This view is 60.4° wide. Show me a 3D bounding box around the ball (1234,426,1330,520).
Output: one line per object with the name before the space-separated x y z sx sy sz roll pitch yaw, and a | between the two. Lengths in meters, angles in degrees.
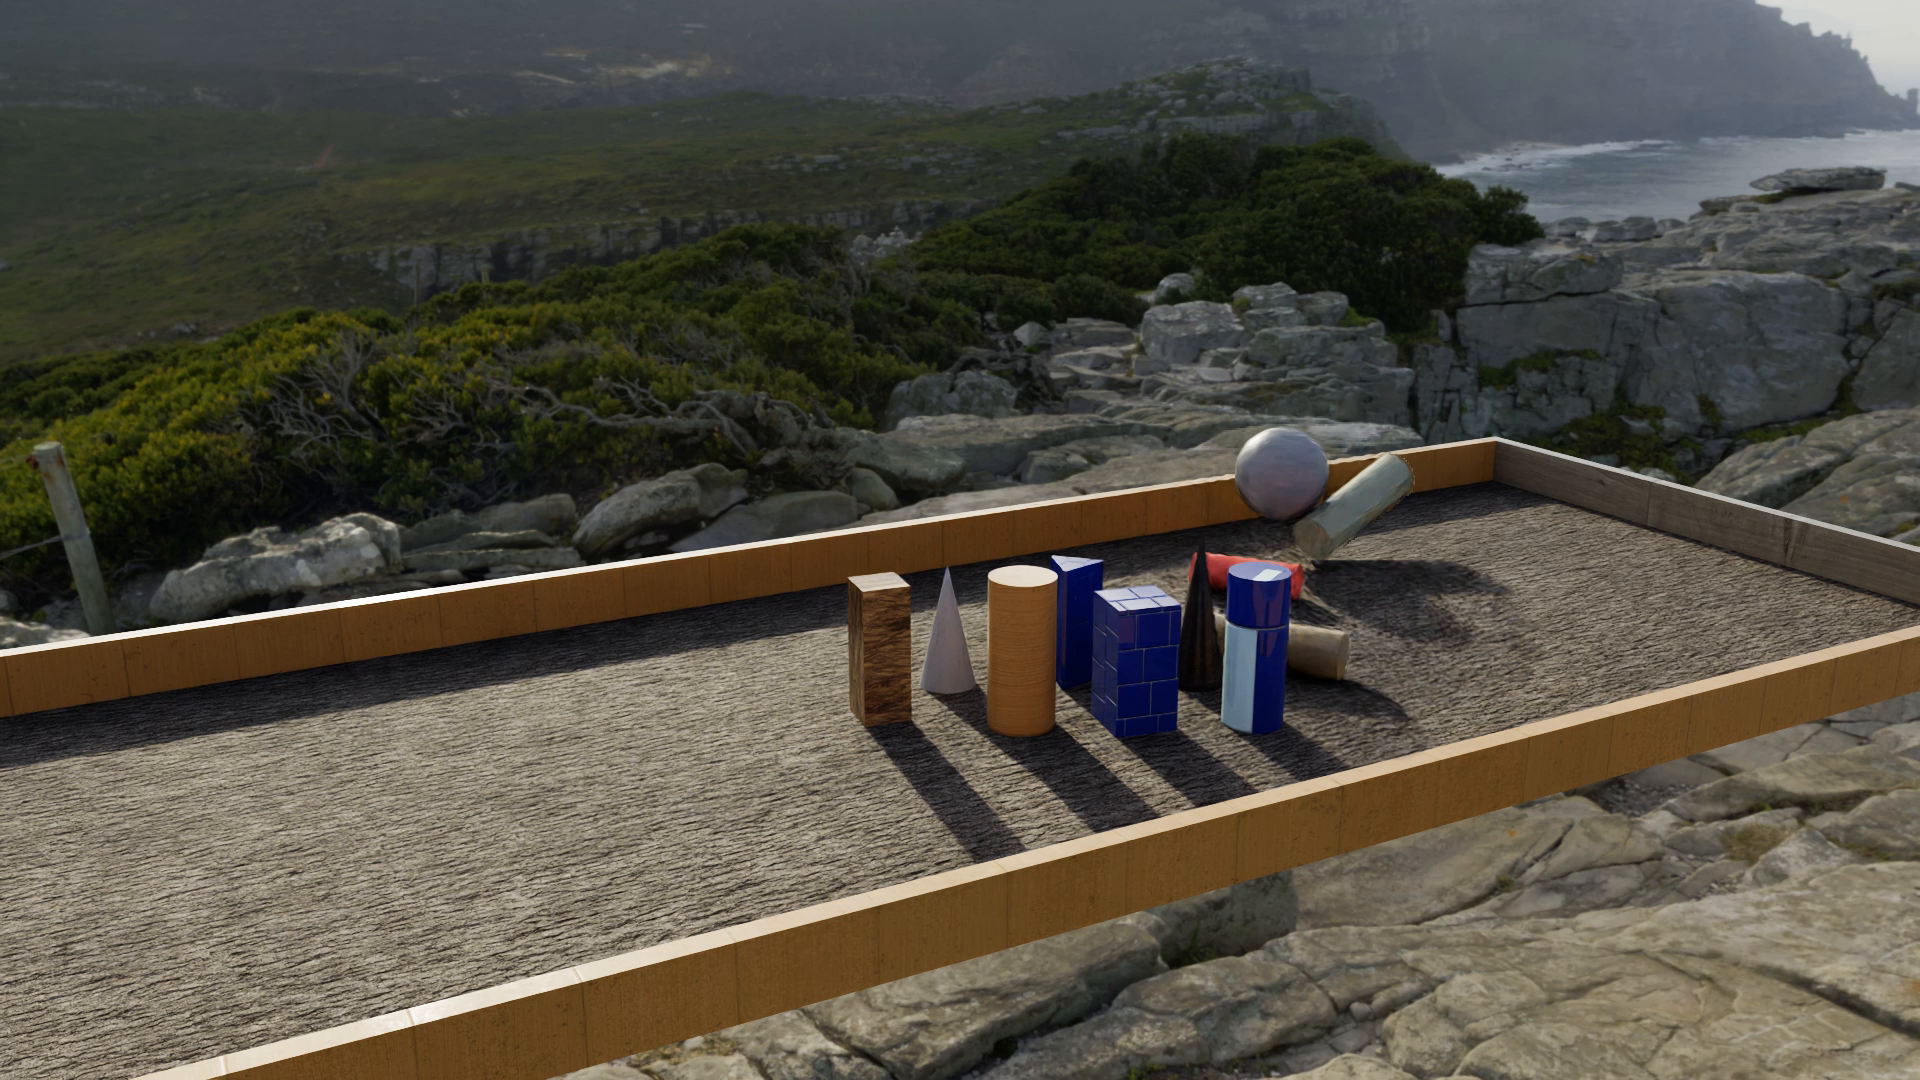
ball | 1.008 -0.209 5.172 0.292 0.292 0.292 0 16 0

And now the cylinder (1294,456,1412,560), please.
cylinder | 1.247 -0.107 5.220 0.447 0.143 0.143 -34 33 -33

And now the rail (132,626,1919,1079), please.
rail | -2.336 1.006 1.665 12.000 0.150 0.050 -9 18 -27

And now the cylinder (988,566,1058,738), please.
cylinder | 0.144 0.257 3.832 0.160 0.365 0.160 0 16 0

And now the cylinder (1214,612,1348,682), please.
cylinder | 0.794 0.270 4.213 0.369 0.126 0.126 8 18 24

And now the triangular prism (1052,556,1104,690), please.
triangular prism | 0.267 0.199 4.130 0.132 0.309 0.114 -14 21 -39

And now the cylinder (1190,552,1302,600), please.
cylinder | 0.834 0.105 4.813 0.308 0.104 0.104 8 18 25

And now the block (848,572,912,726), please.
block | -0.190 0.257 3.889 0.116 0.334 0.116 -6 18 -21

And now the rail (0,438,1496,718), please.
rail | -3.305 0.497 3.399 12.000 0.150 0.050 -9 18 -27

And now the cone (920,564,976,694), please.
cone | -0.031 0.209 4.090 0.143 0.313 0.143 0 16 0

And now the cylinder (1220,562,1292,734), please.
cylinder | 0.689 0.251 3.842 0.145 0.372 0.145 0 16 0

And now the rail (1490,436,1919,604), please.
rail | 2.466 -0.048 5.253 0.050 0.150 2.100 -9 18 -27

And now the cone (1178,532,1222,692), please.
cone | 0.592 0.165 4.084 0.136 0.401 0.136 0 16 0

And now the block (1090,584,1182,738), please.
block | 0.409 0.281 3.851 0.154 0.309 0.154 -5 17 -17
